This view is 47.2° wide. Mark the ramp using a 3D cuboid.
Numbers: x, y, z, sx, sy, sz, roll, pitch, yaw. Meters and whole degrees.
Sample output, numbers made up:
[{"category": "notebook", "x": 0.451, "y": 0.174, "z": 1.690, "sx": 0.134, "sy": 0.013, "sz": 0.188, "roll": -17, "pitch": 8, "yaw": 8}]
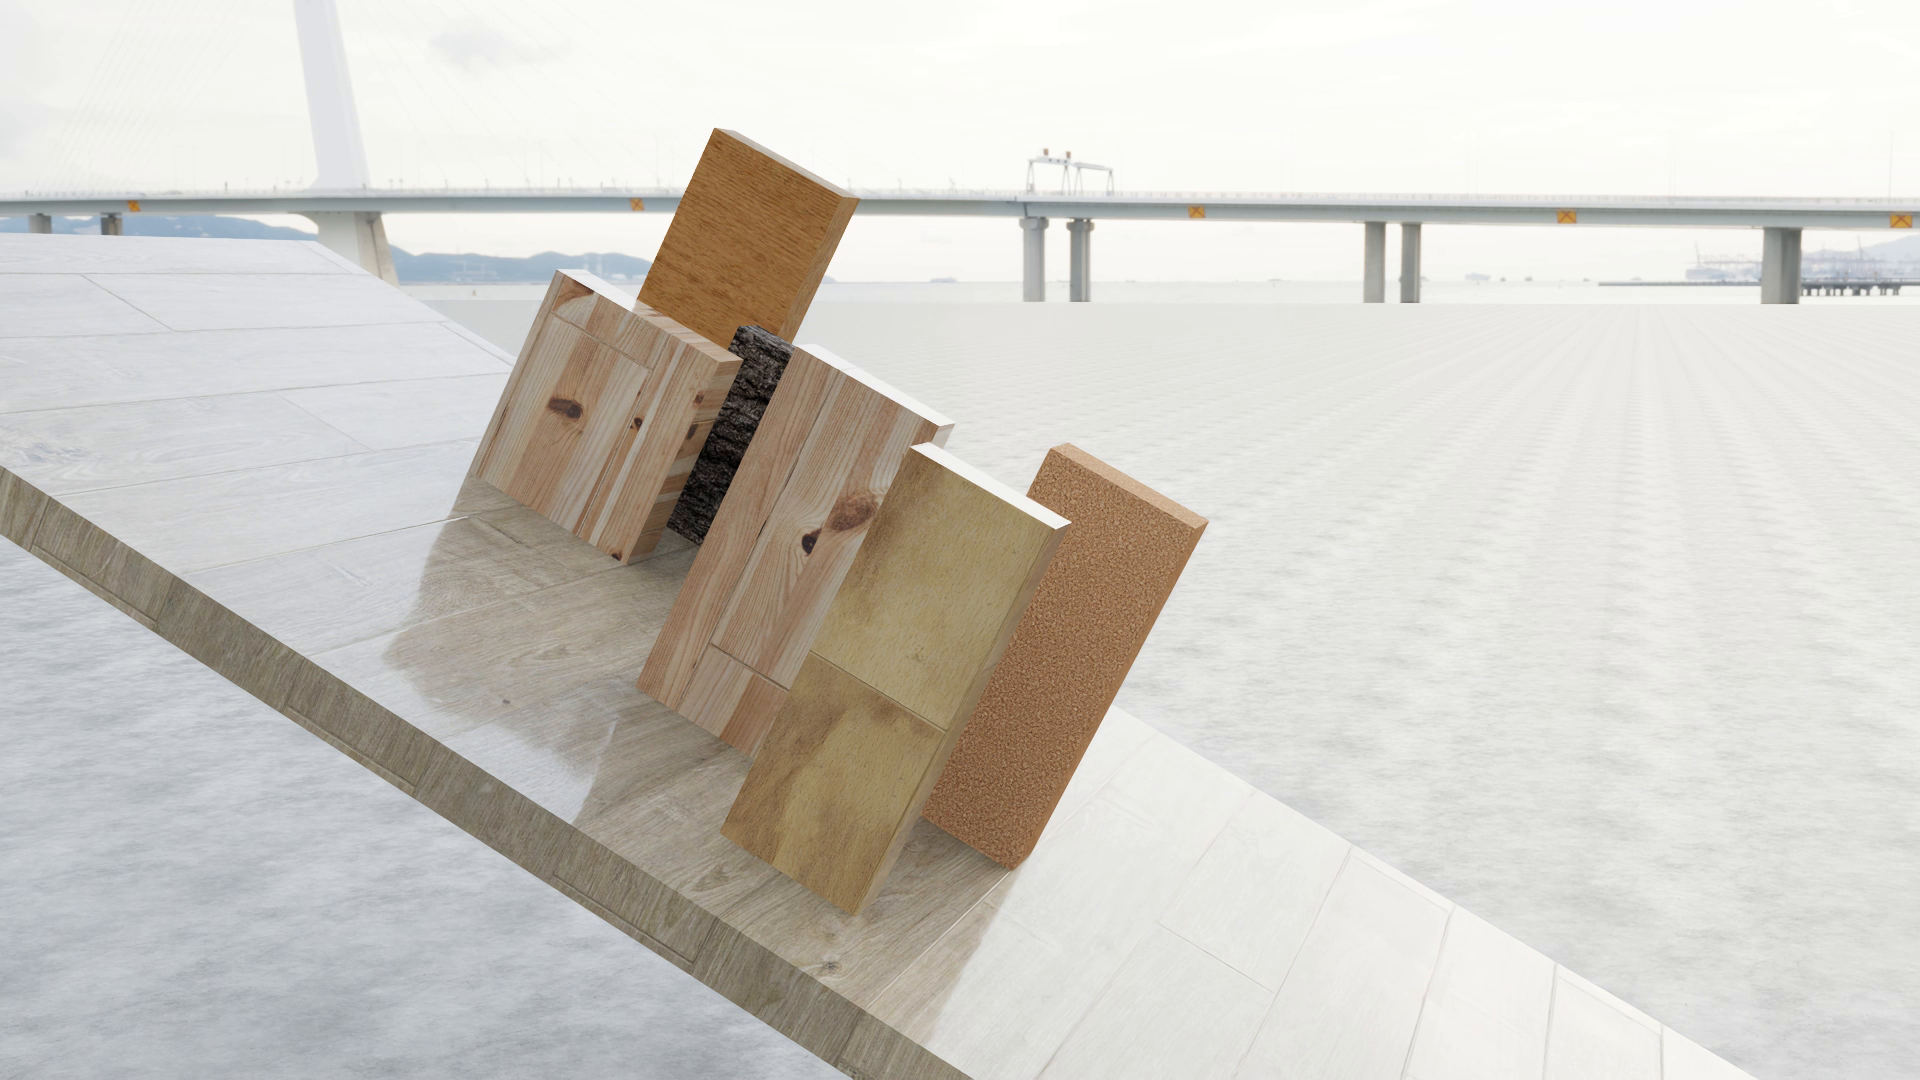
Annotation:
[{"category": "ramp", "x": -0.229, "y": 0.383, "z": 4.151, "sx": 4.000, "sy": 0.100, "sz": 2.000, "roll": 30, "pitch": 14, "yaw": 12}]

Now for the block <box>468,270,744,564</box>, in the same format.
[{"category": "block", "x": -0.711, "y": -0.249, "z": 4.398, "sx": 0.388, "sy": 0.453, "sz": 0.119, "roll": 30, "pitch": 14, "yaw": 12}]

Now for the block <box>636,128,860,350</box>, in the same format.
[{"category": "block", "x": -0.553, "y": -0.520, "z": 5.035, "sx": 0.343, "sy": 0.756, "sz": 0.119, "roll": 30, "pitch": 14, "yaw": 12}]

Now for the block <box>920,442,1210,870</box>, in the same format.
[{"category": "block", "x": 0.140, "y": 0.203, "z": 3.835, "sx": 0.282, "sy": 0.687, "sz": 0.127, "roll": 30, "pitch": 14, "yaw": 12}]

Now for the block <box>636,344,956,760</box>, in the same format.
[{"category": "block", "x": -0.285, "y": 0.028, "z": 3.737, "sx": 0.280, "sy": 0.664, "sz": 0.091, "roll": 30, "pitch": 14, "yaw": 12}]

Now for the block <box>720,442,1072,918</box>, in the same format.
[{"category": "block", "x": -0.104, "y": 0.214, "z": 3.352, "sx": 0.252, "sy": 0.685, "sz": 0.093, "roll": 30, "pitch": 14, "yaw": 12}]

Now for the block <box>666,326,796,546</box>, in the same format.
[{"category": "block", "x": -0.375, "y": -0.155, "z": 4.663, "sx": 0.409, "sy": 0.459, "sz": 0.104, "roll": 30, "pitch": 14, "yaw": 12}]
